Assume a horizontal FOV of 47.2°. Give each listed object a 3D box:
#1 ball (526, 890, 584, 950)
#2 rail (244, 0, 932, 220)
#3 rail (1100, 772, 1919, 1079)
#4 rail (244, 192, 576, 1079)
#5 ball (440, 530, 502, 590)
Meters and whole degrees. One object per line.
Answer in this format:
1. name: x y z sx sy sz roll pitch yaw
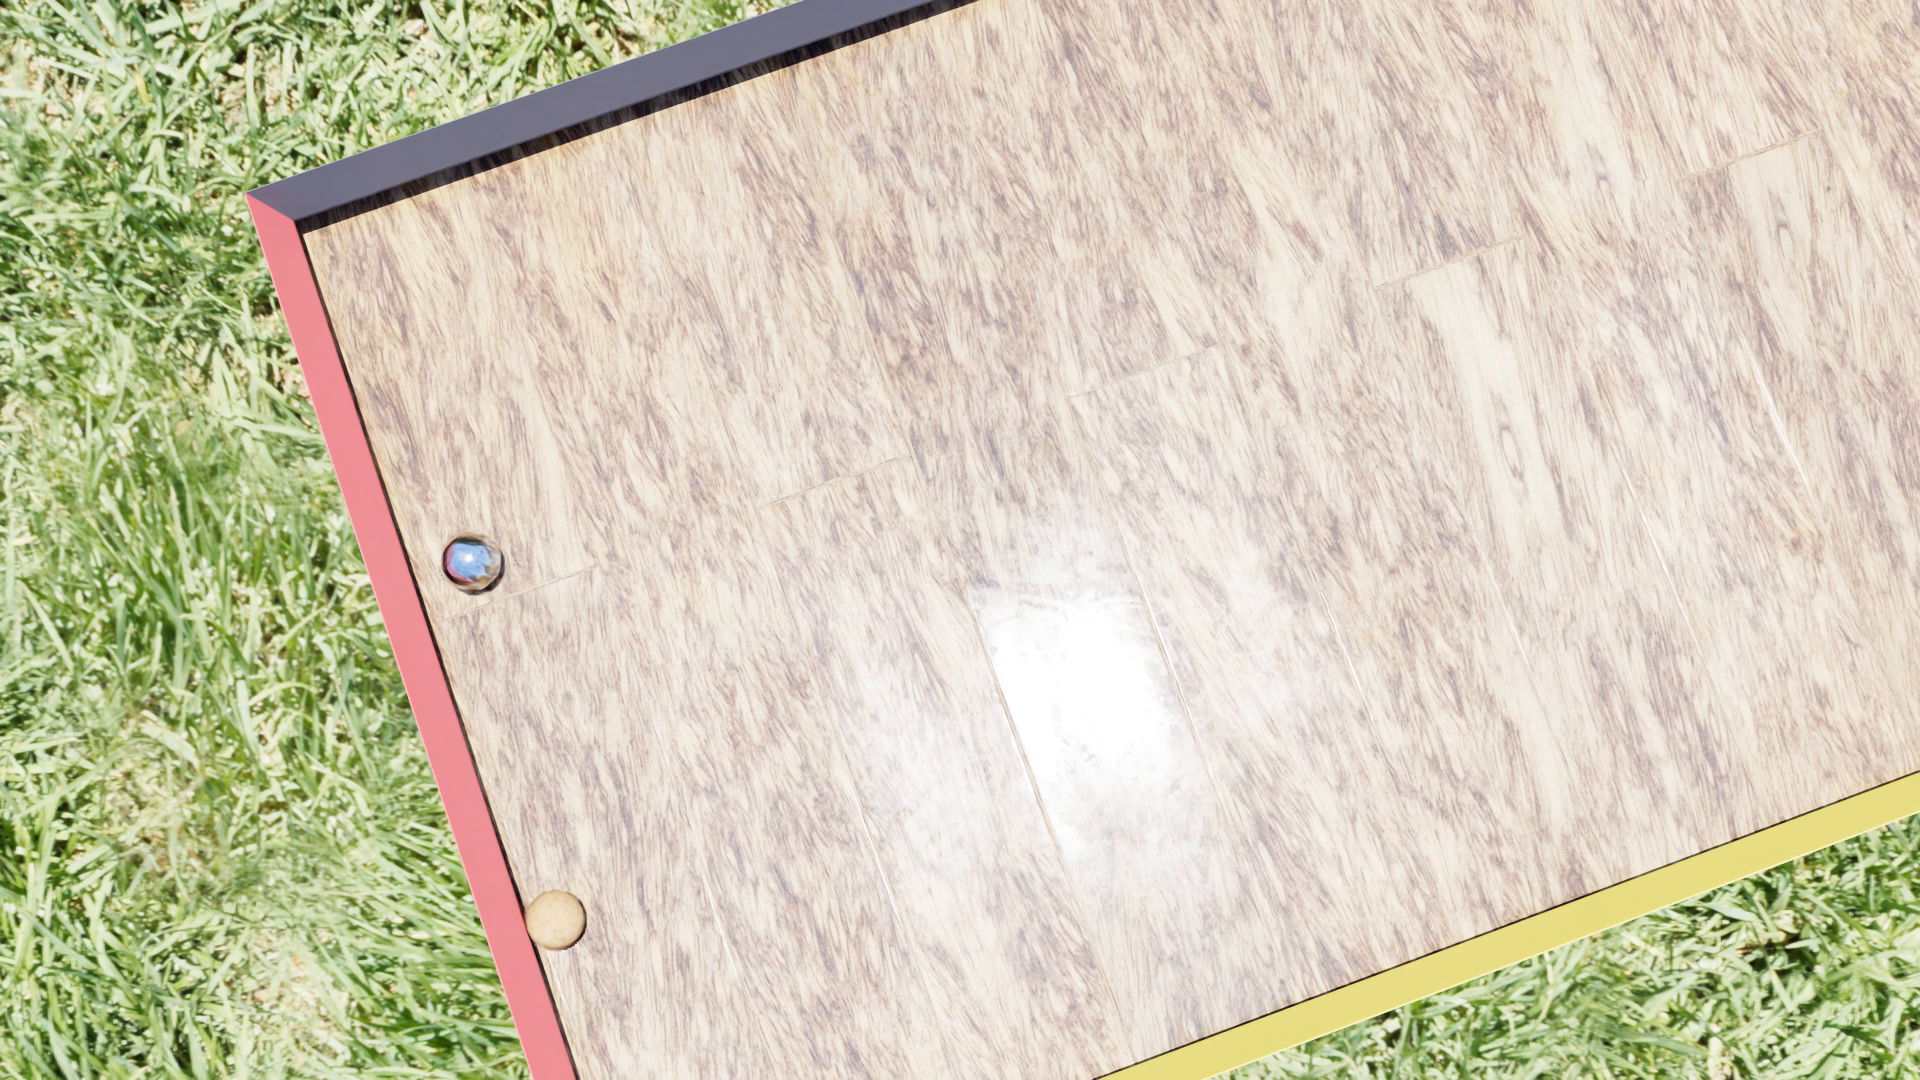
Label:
1. ball: -0.586 0.549 3.180 0.085 0.085 0.085 0 81 0
2. rail: 0.496 -1.045 3.408 3.306 0.115 0.045 -20 82 -3
3. rail: 1.057 0.482 3.174 3.306 0.115 0.045 -20 82 -3
4. rail: -0.755 0.269 3.207 0.045 0.115 1.691 -20 82 -3
5. ball: -0.724 0.031 3.257 0.088 0.088 0.088 0 81 0
